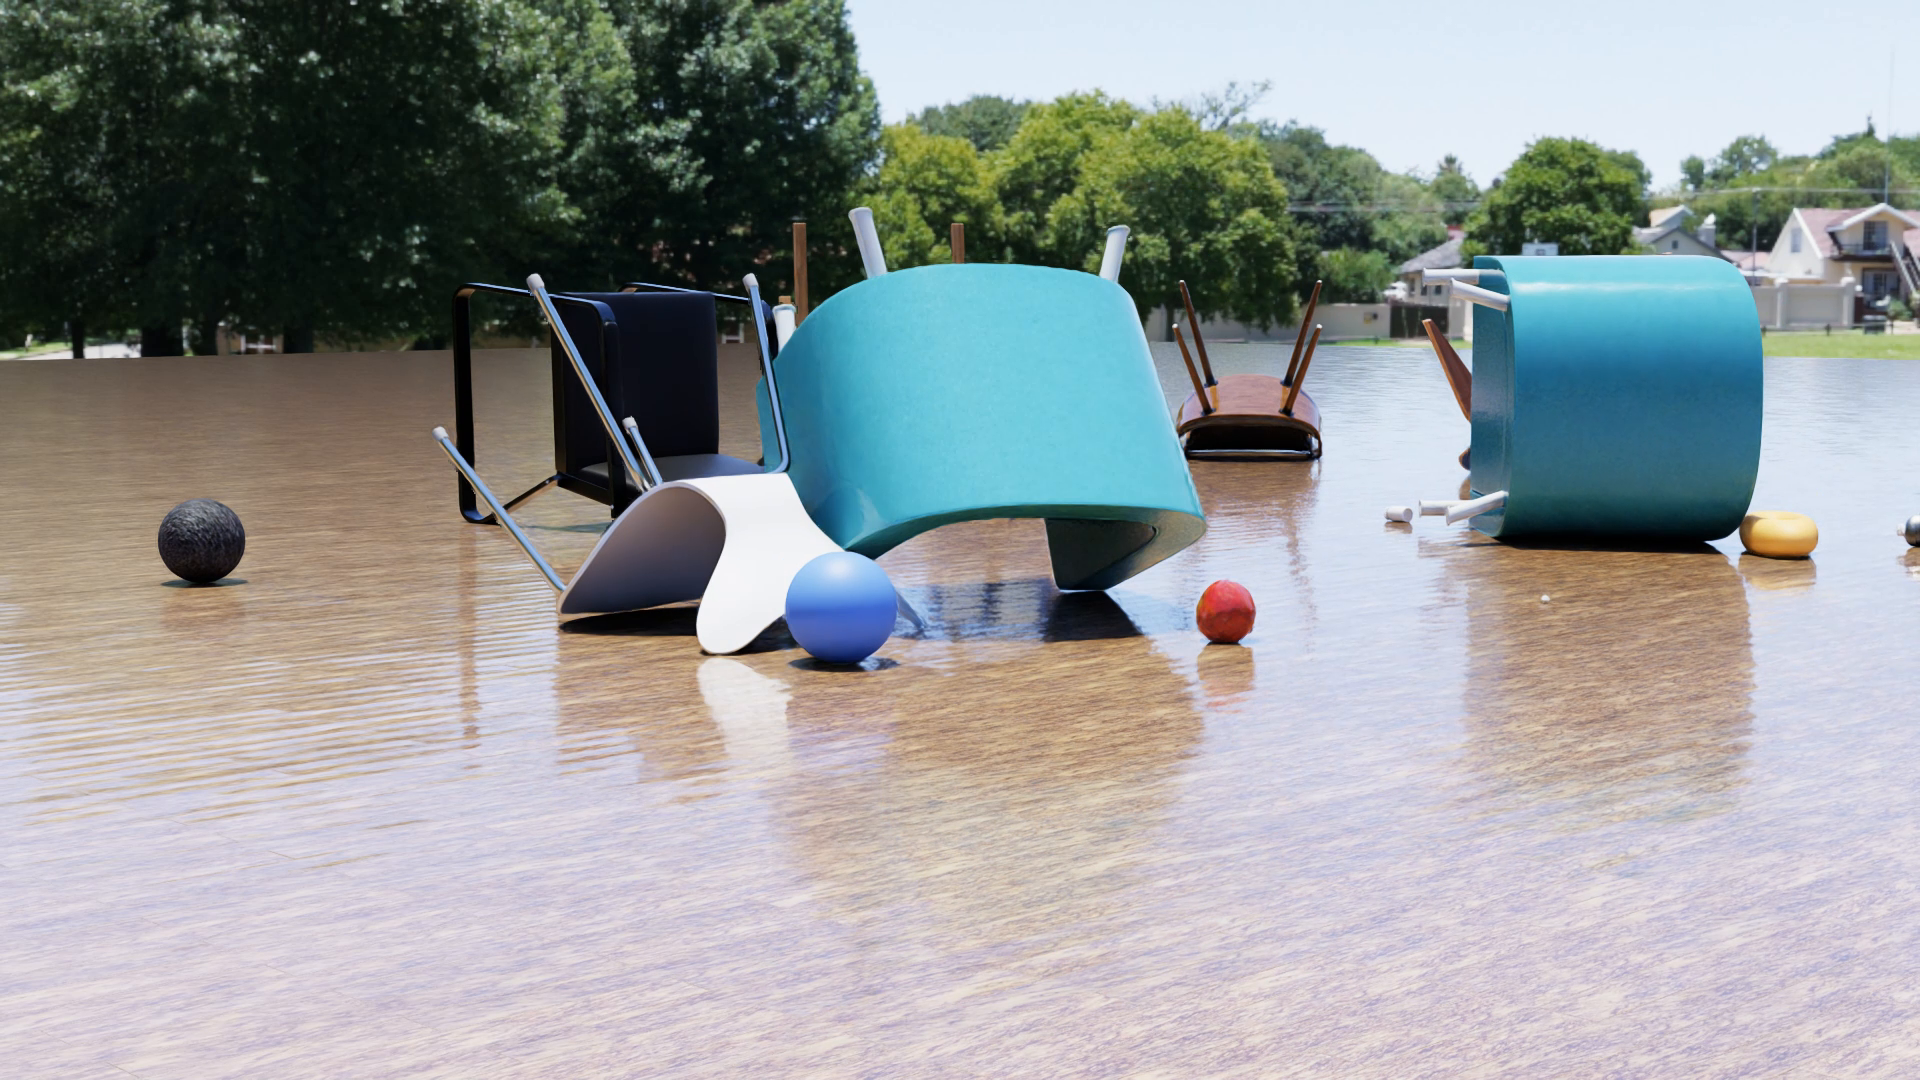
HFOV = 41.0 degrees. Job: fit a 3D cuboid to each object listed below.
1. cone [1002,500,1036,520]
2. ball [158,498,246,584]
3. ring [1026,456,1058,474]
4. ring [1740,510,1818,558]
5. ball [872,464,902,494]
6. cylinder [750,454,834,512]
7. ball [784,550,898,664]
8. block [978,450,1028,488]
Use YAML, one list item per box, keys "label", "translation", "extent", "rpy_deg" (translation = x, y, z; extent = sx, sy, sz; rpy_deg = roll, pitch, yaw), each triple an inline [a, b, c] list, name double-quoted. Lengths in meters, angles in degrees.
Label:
- label: "cone"
  translation: [0.165, -0.074, 6.996]
  extent: [0.094, 0.057, 0.114]
  rpy_deg: [-3, -8, 4]
- label: "ball"
  translation: [-1.630, 0.002, 5.513]
  extent: [0.182, 0.182, 0.182]
  rpy_deg: [0, 6, 0]
- label: "ring"
  translation: [0.259, -0.253, 8.599]
  extent: [0.137, 0.055, 0.124]
  rpy_deg: [-1, 7, -20]
- label: "ring"
  translation: [1.956, -0.015, 6.135]
  extent: [0.171, 0.089, 0.387]
  rpy_deg: [-1, 5, 7]
- label: "ball"
  translation: [-0.220, -0.184, 7.771]
  extent: [0.088, 0.088, 0.088]
  rpy_deg: [0, 6, 0]
- label: "cylinder"
  translation: [-0.470, -0.159, 7.169]
  extent: [0.188, 0.179, 0.116]
  rpy_deg: [-3, 41, -30]
- label: "ball"
  translation: [-0.202, 0.115, 4.364]
  extent: [0.192, 0.192, 0.192]
  rpy_deg: [0, 6, 0]
- label: "block"
  translation: [0.133, -0.221, 7.969]
  extent: [0.101, 0.097, 0.122]
  rpy_deg: [4, -5, 32]
